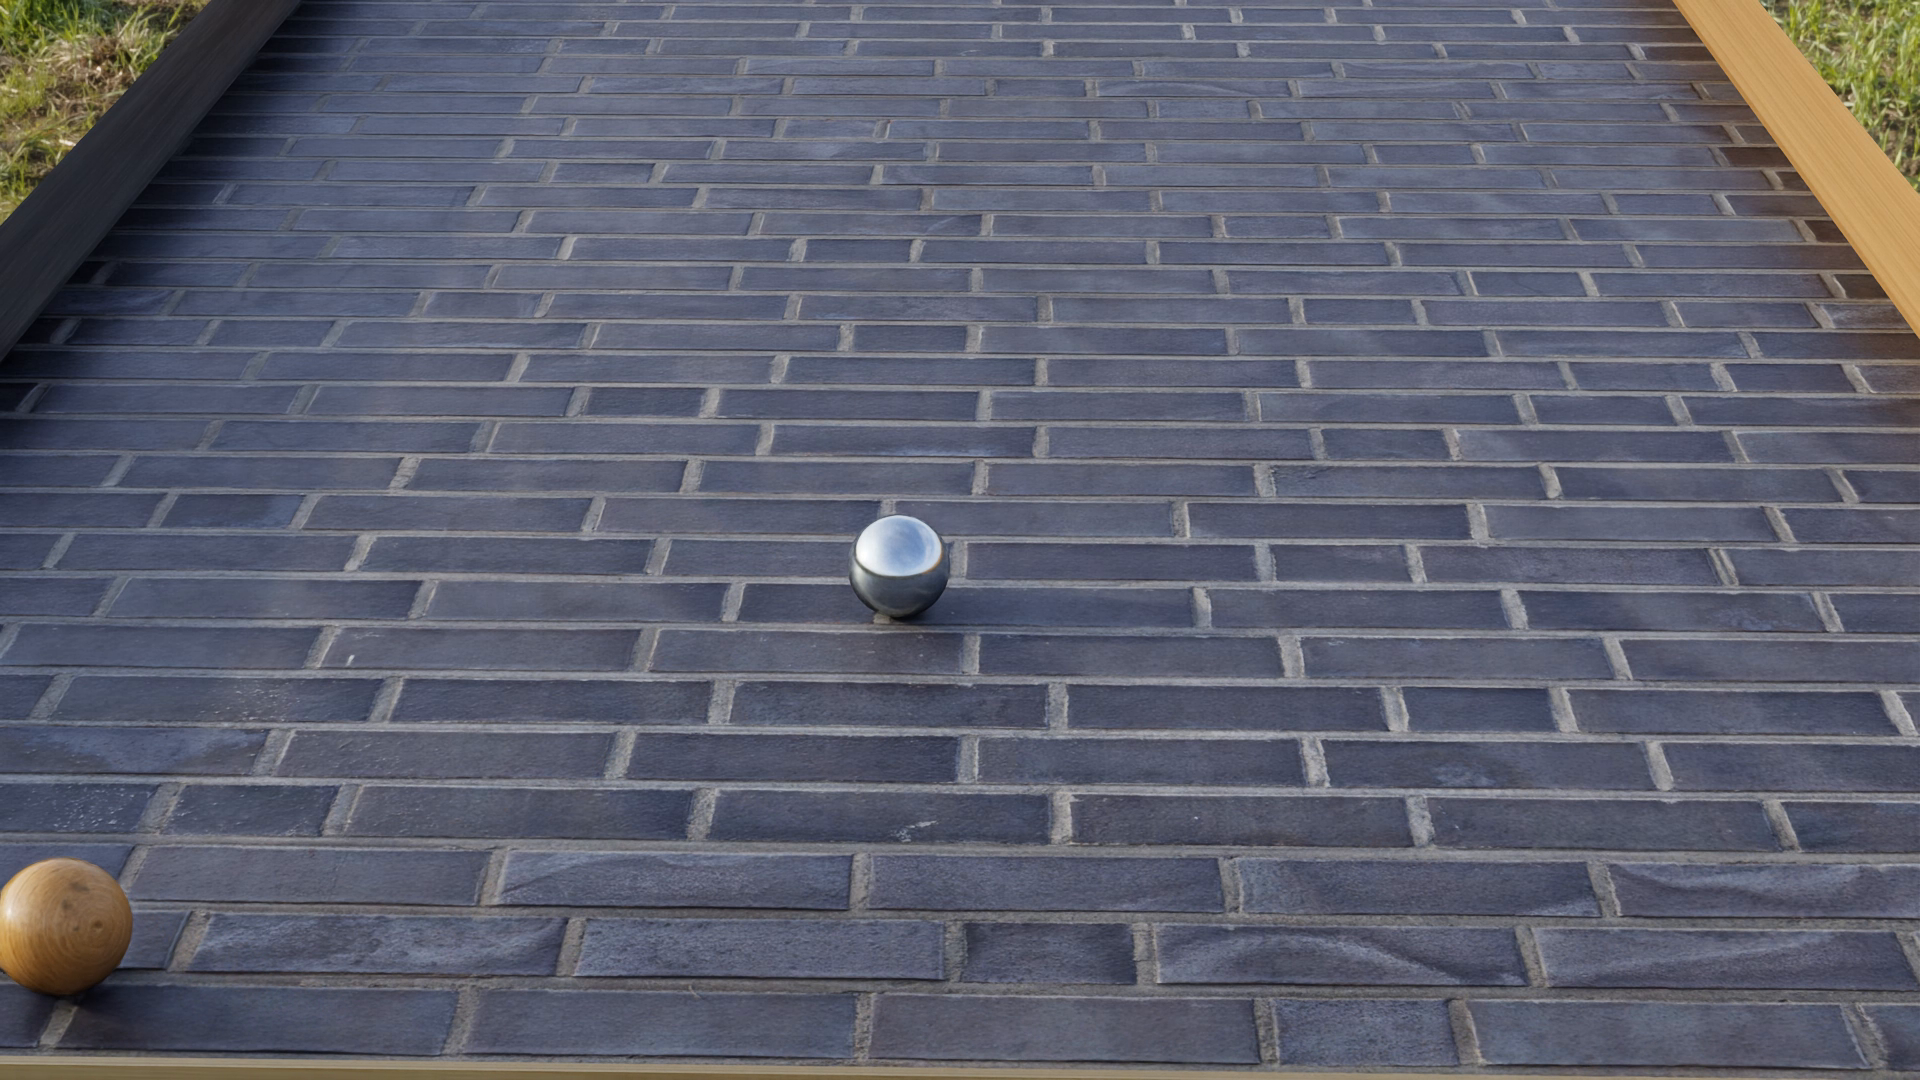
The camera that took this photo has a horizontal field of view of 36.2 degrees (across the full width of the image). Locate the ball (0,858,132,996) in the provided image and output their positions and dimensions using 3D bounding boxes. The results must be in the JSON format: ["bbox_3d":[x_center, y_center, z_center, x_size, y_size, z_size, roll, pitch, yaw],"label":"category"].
[{"bbox_3d":[-0.460,0.198,1.505,0.070,0.070,0.070,0,26,0],"label":"ball"}]

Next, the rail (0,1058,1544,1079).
[{"bbox_3d":[-0.014,0.266,1.338,1.519,0.091,0.045,1,26,1],"label":"rail"}]

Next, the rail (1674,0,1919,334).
[{"bbox_3d":[0.750,-0.291,2.493,0.045,0.091,2.645,1,26,1],"label":"rail"}]

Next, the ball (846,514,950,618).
[{"bbox_3d":[-0.039,0.017,1.885,0.066,0.066,0.066,0,26,0],"label":"ball"}]

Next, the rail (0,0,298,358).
[{"bbox_3d":[-0.721,-0.305,2.522,0.045,0.091,2.645,1,26,1],"label":"rail"}]
